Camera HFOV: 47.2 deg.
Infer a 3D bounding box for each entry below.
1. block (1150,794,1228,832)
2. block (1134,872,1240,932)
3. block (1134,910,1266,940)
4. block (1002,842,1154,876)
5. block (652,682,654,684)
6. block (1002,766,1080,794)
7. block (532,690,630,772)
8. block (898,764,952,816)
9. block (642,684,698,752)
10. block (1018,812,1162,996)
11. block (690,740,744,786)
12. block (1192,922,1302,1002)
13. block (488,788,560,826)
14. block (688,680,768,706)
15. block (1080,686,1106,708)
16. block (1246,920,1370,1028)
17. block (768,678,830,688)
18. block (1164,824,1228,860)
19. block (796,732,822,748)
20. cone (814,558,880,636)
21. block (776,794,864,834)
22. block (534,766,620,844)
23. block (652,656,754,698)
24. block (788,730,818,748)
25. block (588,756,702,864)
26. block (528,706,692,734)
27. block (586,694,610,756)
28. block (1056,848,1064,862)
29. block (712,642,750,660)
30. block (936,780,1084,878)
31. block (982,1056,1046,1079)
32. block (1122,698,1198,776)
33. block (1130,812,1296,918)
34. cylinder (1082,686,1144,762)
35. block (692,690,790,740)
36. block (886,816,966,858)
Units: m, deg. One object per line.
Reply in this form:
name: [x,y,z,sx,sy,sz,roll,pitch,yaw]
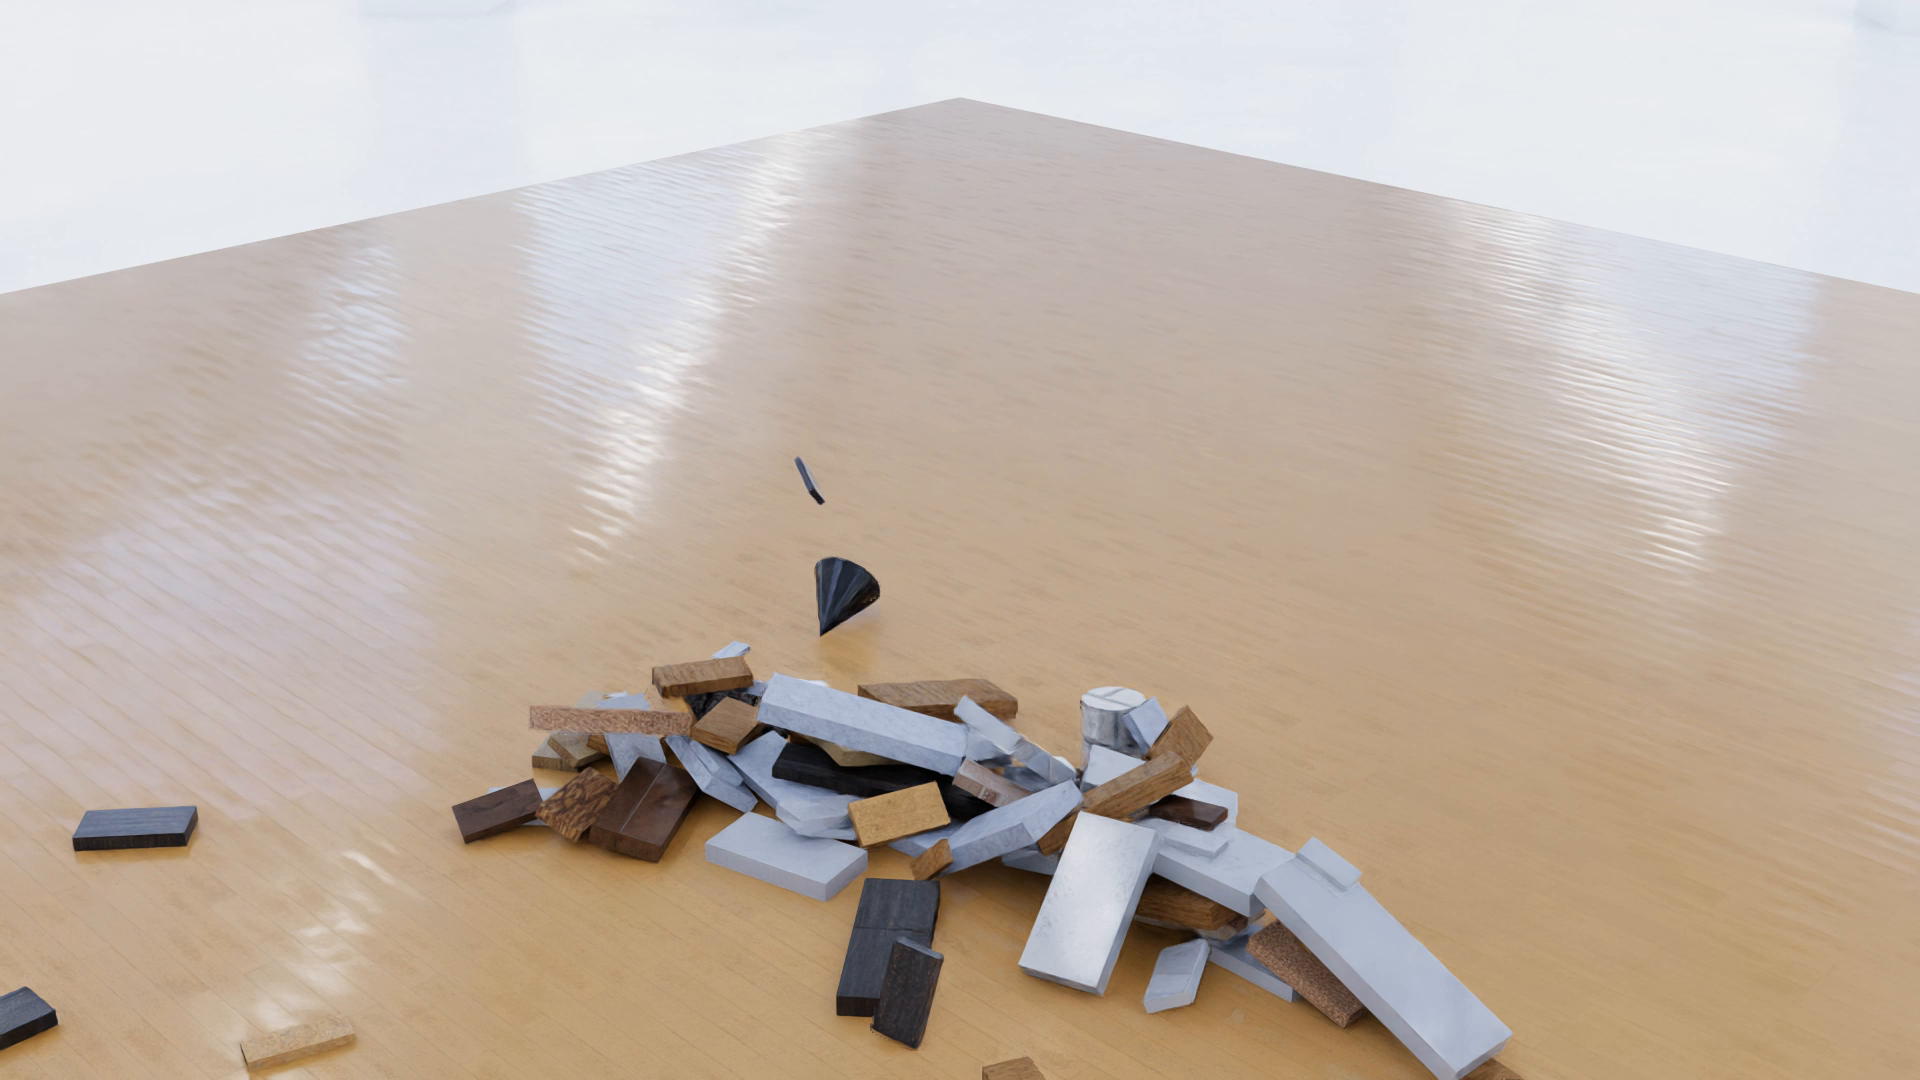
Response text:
block: [0.424,0.504,4.072,0.130,0.018,0.065,10,24,35]
block: [0.393,0.641,4.052,0.161,0.046,0.322,-23,17,-39]
block: [0.435,0.678,4.031,0.112,0.032,0.225,-23,17,-39]
block: [0.246,0.589,4.193,0.161,0.046,0.322,-24,18,-40]
block: [-0.620,0.332,4.906,0.139,0.020,0.070,-1,42,11]
block: [0.179,0.501,4.448,0.095,0.027,0.190,9,8,-36]
block: [-0.816,0.411,4.755,0.101,0.029,0.310,5,24,12]
block: [-0.066,0.480,4.504,0.119,0.034,0.238,-21,38,-41]
block: [-0.640,0.376,4.753,0.117,0.033,0.234,-37,28,-1]
block: [0.235,0.648,3.940,0.154,0.044,0.308,11,63,28]
block: [-0.497,0.452,4.484,0.067,0.019,0.133,32,4,-37]
block: [0.541,0.749,3.954,0.113,0.032,0.225,-21,31,-40]
block: [-0.861,0.539,4.453,0.202,0.029,0.101,0,23,1]
block: [-0.494,0.357,4.805,0.234,0.033,0.117,11,57,24]
block: [0.315,0.356,4.904,0.049,0.014,0.099,17,28,34]
block: [0.625,0.754,3.864,0.112,0.032,0.225,-22,47,-41]
block: [-0.372,0.334,4.921,0.143,0.020,0.072,4,19,27]
block: [0.427,0.546,3.983,0.106,0.015,0.053,13,29,34]
block: [-0.220,0.400,4.671,0.238,0.034,0.119,-2,16,-37]
cone: [-0.302,0.165,5.273,0.174,0.174,0.174,9,51,21]
block: [-0.259,0.537,4.326,0.183,0.026,0.091,-3,18,-37]
block: [-0.755,0.529,4.405,0.101,0.029,0.202,31,25,9]
block: [-0.560,0.298,4.787,0.202,0.029,0.101,-7,23,-18]
block: [-0.297,0.404,4.714,0.143,0.072,0.020,-13,22,-27]
block: [-0.624,0.537,4.403,0.143,0.040,0.285,17,25,5]
block: [-0.697,0.362,4.405,0.157,0.044,0.313,0,-5,30]
block: [-0.738,0.399,4.689,0.085,0.024,0.169,22,27,-10]
block: [0.239,0.573,4.124,0.075,0.021,0.150,-7,15,20]
block: [-0.533,0.263,5.124,0.046,0.013,0.092,13,26,27]
block: [0.081,0.548,4.159,0.156,0.044,0.311,-35,4,-42]
block: [0.107,0.909,3.587,0.085,0.024,0.171,-9,25,-20]
block: [0.415,0.424,4.556,0.090,0.181,0.026,-28,-3,-45]
block: [0.453,0.575,3.993,0.161,0.046,0.322,-22,29,-38]
cylinder: [0.323,0.396,4.642,0.133,0.133,0.133,-1,18,0]
block: [-0.474,0.388,4.731,0.234,0.033,0.117,11,57,24]
block: [-0.096,0.572,4.368,0.242,0.034,0.121,18,29,36]
